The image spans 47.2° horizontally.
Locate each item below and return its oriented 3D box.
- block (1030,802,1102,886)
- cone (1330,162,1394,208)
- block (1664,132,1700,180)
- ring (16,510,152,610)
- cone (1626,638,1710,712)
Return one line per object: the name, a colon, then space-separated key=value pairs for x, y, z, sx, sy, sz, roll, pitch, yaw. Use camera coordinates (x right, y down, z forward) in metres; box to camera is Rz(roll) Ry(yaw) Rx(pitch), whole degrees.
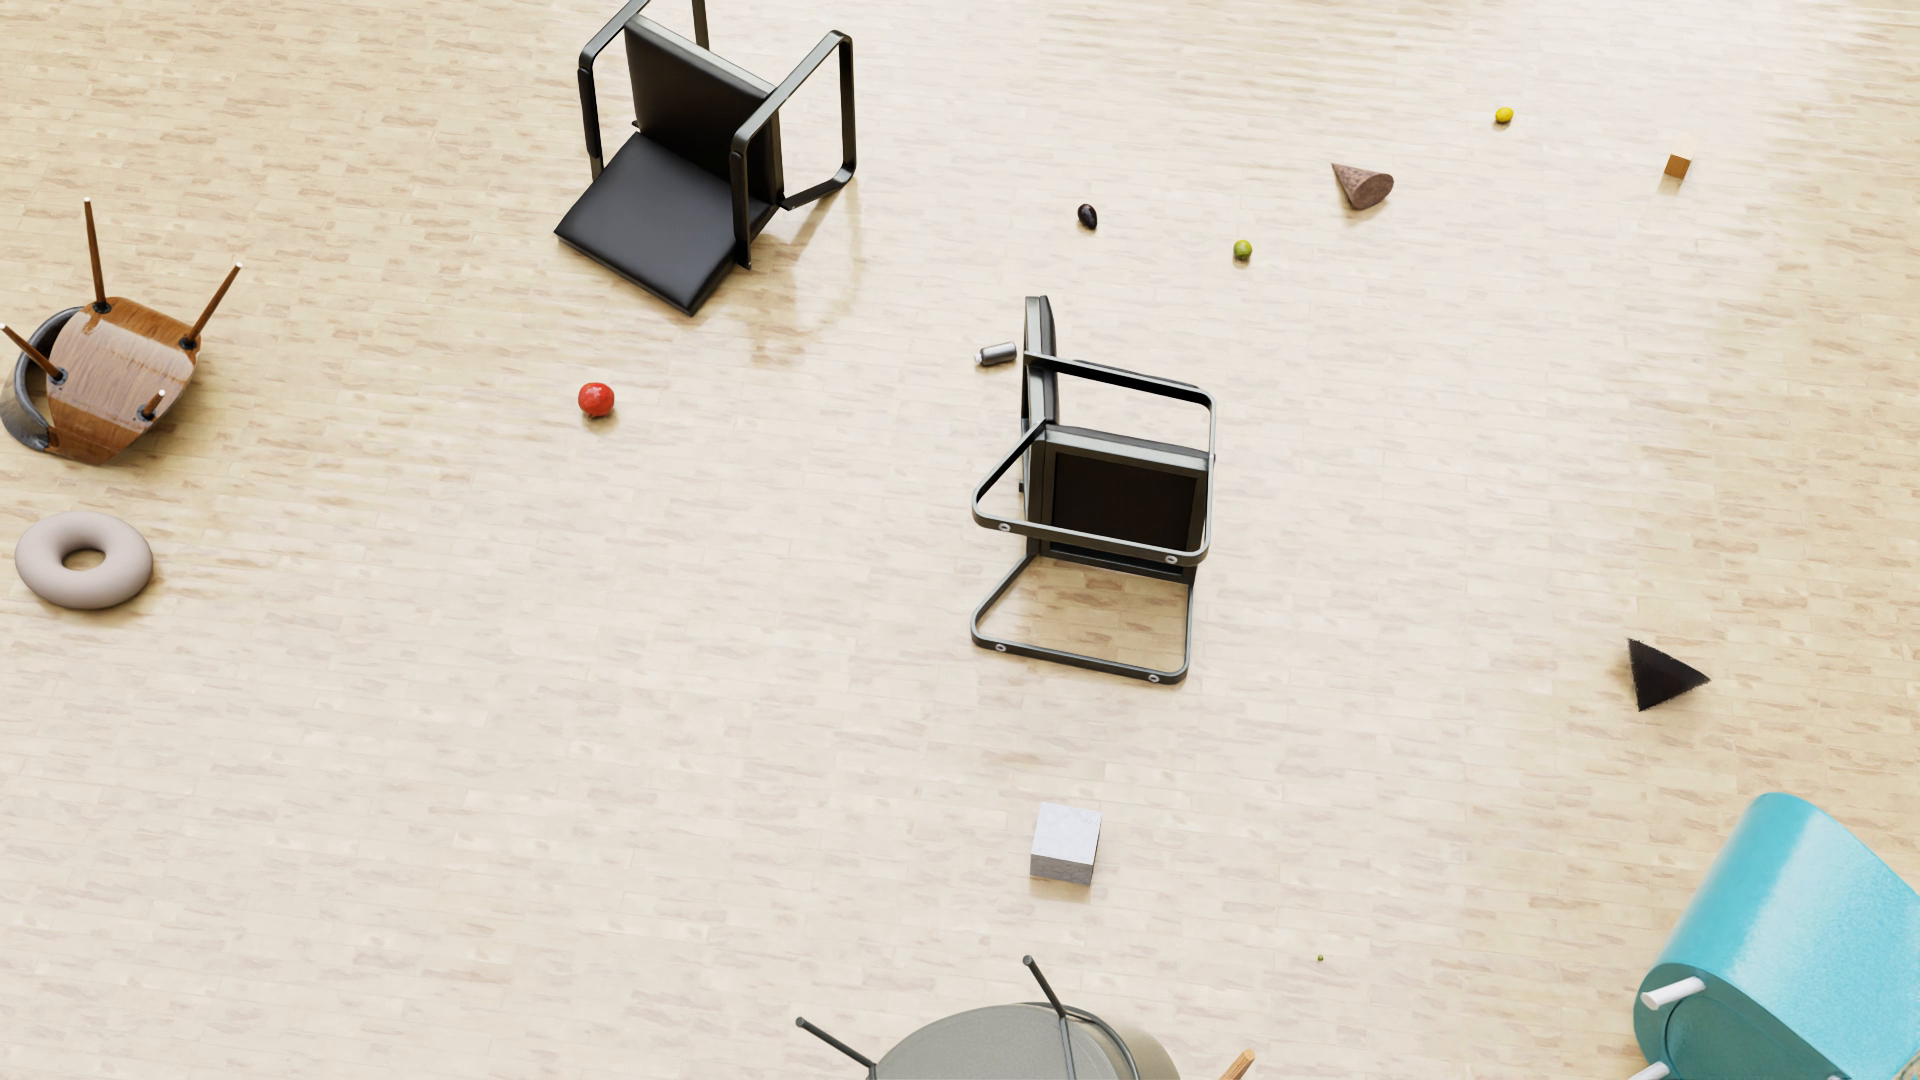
block: x=0.286 y=0.821 z=5.945 sx=0.167 sy=0.130 sz=0.159 roll=10 pitch=57 yaw=6
cone: x=1.310 y=-1.215 z=7.354 sx=0.176 sy=0.119 sz=0.224 roll=-24 pitch=44 yaw=-21
block: x=2.424 y=-1.290 z=7.383 sx=0.069 sy=0.094 sz=0.111 roll=23 pitch=59 yaw=14
ring: x=-2.575 y=0.058 z=6.464 sx=0.419 sy=0.122 sz=0.314 roll=15 pitch=57 yaw=11
cone: x=1.971 y=0.413 z=6.245 sx=0.262 sy=0.197 sz=0.172 roll=29 pitch=91 yaw=26
